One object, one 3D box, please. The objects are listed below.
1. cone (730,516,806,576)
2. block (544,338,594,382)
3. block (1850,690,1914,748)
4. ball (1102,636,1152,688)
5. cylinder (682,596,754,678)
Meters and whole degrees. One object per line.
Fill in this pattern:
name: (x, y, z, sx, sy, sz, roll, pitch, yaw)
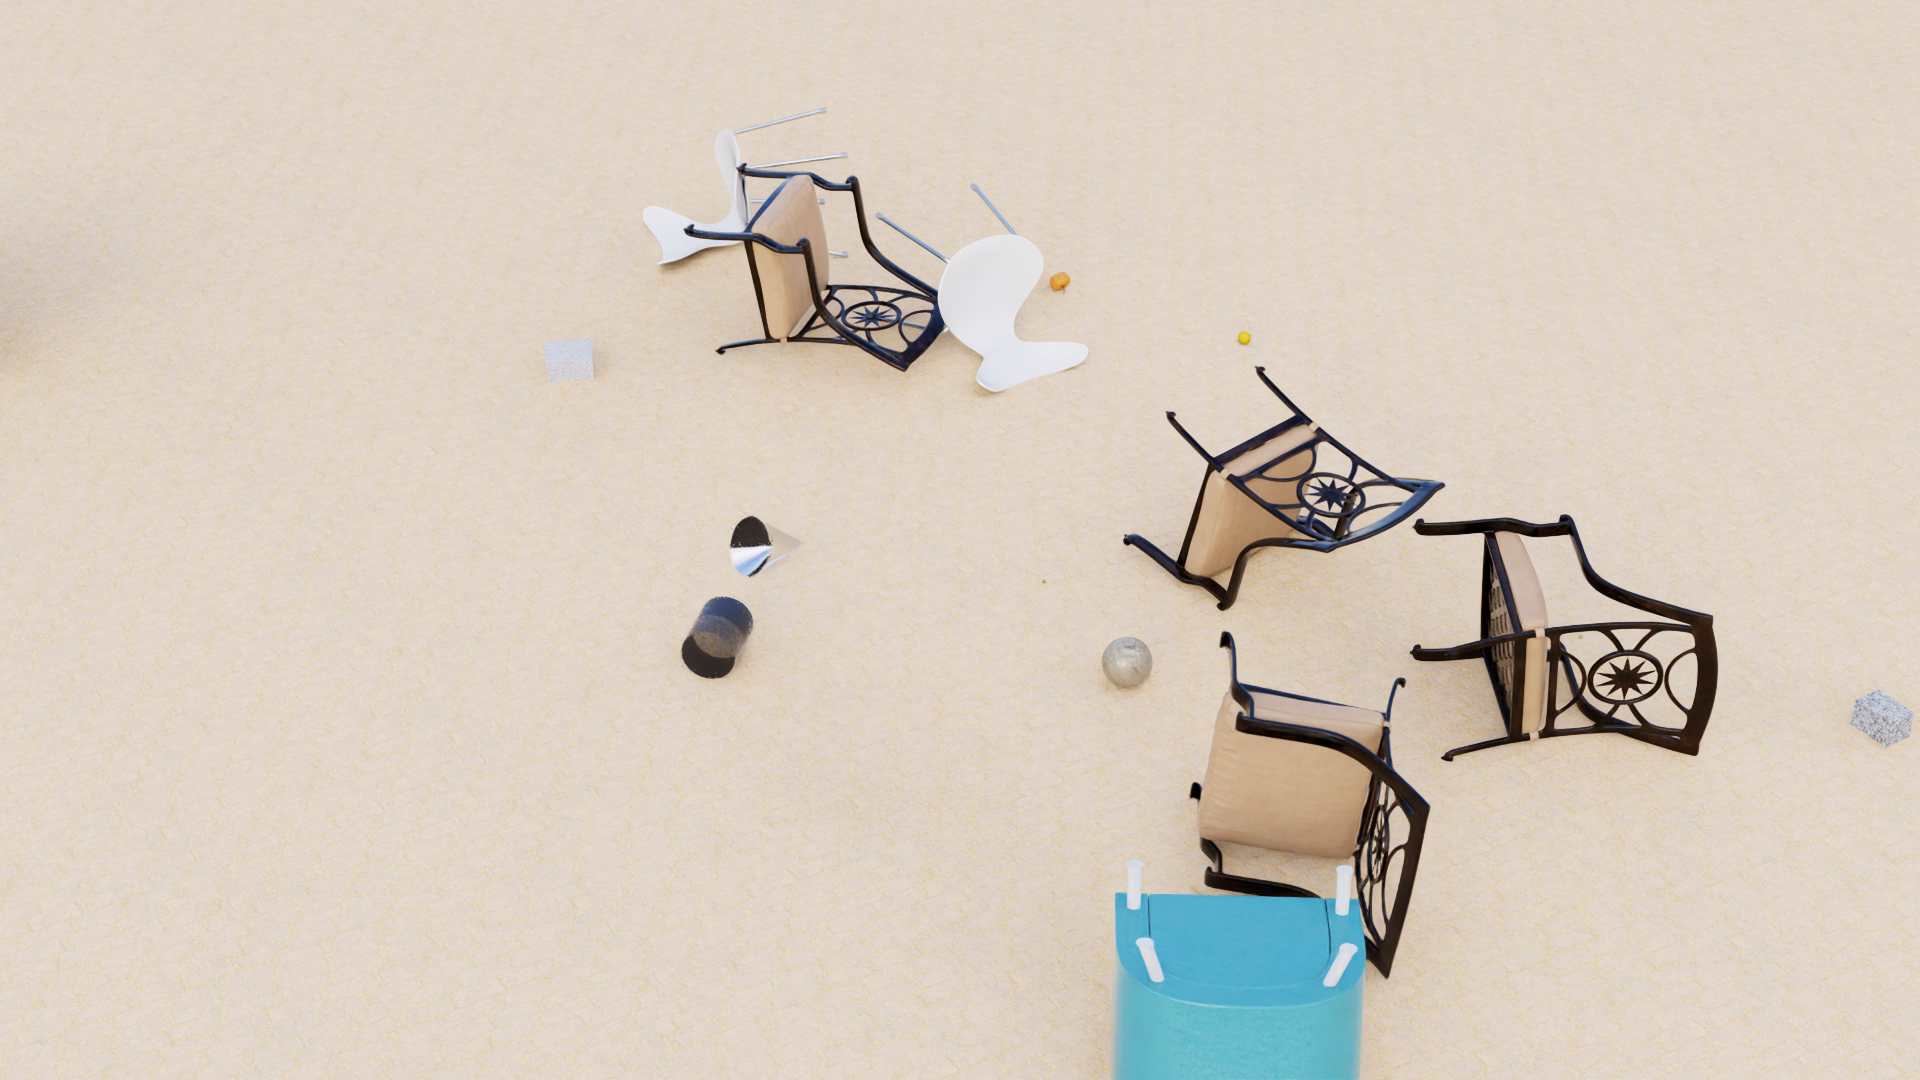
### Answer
cone: (-0.670, 0.016, 10.825, 0.286, 0.225, 0.203, -4, 36, -47)
block: (-1.596, -0.733, 11.972, 0.187, 0.093, 0.175, -5, 34, -7)
block: (3.124, 0.604, 9.935, 0.111, 0.102, 0.160, -20, 38, -27)
ball: (0.578, 0.422, 10.142, 0.177, 0.177, 0.177, 0, 33, 0)
cylinder: (-0.847, 0.341, 10.247, 0.192, 0.201, 0.223, 34, 35, -7)
